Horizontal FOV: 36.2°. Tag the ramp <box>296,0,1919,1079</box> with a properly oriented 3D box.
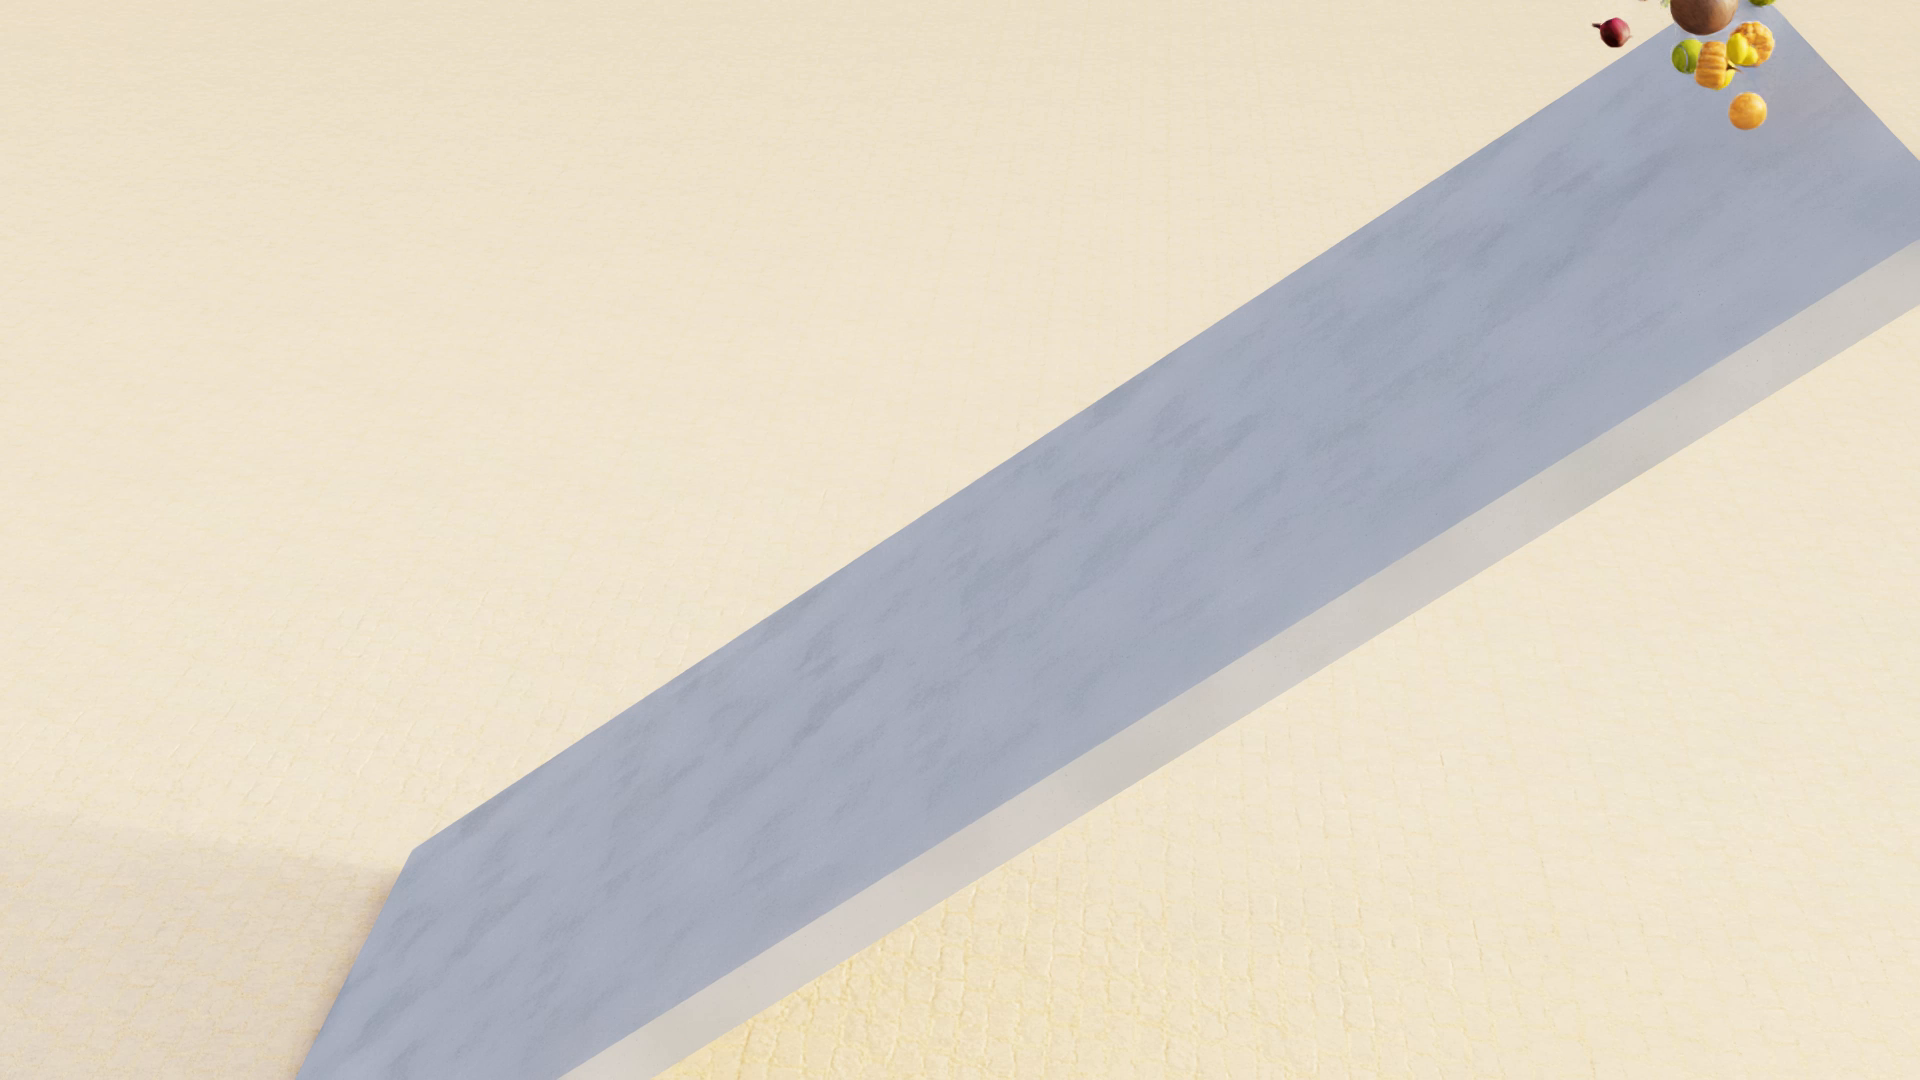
[{"bbox_3d":[0.133,0.176,6.311,4.000,0.100,2.000,-33,16,16],"label":"ramp"}]
